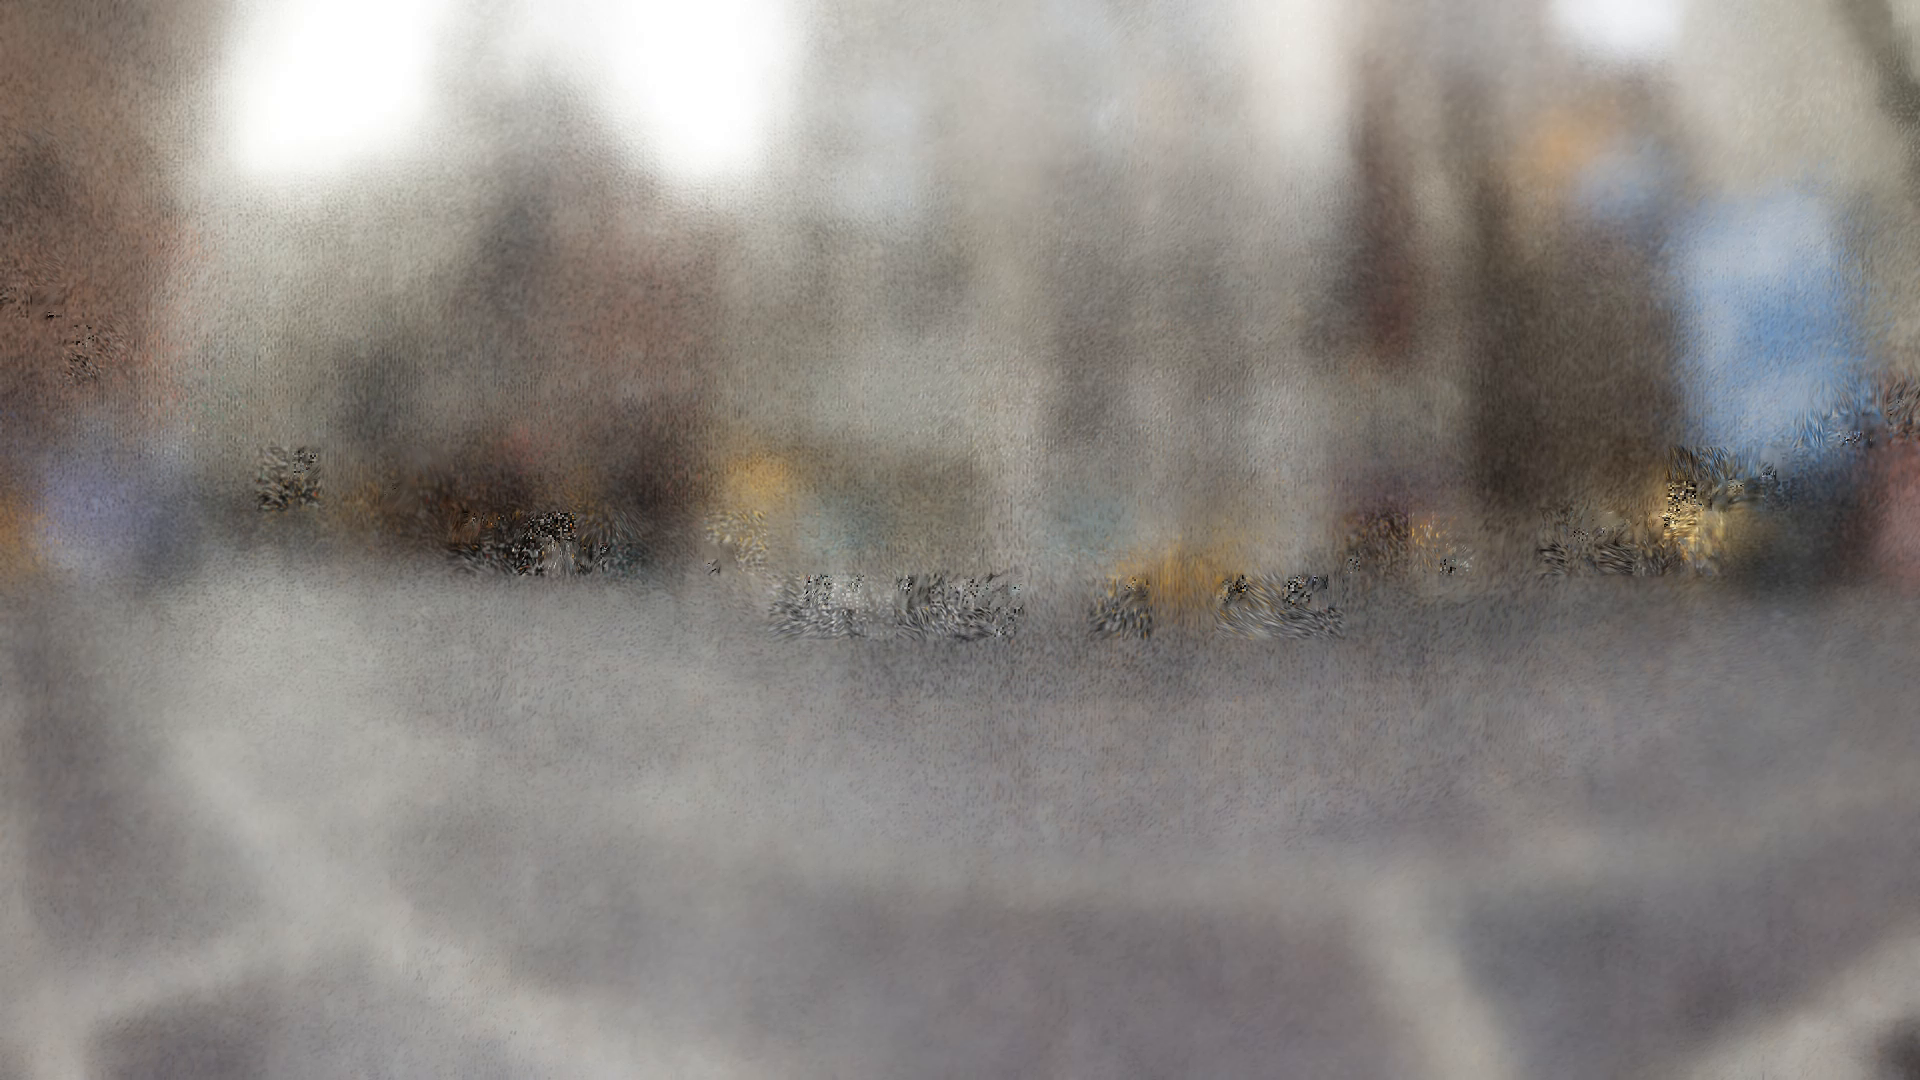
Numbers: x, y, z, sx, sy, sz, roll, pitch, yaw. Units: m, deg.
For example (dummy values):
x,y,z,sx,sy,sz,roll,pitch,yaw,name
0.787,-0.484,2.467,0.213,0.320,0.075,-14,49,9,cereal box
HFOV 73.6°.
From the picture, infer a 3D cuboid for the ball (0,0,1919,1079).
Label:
x,y,z,sx,sy,sz,roll,pitch,yaw,name
0.001,-0.002,0.055,0.080,0.080,0.080,0,4,0,ball
